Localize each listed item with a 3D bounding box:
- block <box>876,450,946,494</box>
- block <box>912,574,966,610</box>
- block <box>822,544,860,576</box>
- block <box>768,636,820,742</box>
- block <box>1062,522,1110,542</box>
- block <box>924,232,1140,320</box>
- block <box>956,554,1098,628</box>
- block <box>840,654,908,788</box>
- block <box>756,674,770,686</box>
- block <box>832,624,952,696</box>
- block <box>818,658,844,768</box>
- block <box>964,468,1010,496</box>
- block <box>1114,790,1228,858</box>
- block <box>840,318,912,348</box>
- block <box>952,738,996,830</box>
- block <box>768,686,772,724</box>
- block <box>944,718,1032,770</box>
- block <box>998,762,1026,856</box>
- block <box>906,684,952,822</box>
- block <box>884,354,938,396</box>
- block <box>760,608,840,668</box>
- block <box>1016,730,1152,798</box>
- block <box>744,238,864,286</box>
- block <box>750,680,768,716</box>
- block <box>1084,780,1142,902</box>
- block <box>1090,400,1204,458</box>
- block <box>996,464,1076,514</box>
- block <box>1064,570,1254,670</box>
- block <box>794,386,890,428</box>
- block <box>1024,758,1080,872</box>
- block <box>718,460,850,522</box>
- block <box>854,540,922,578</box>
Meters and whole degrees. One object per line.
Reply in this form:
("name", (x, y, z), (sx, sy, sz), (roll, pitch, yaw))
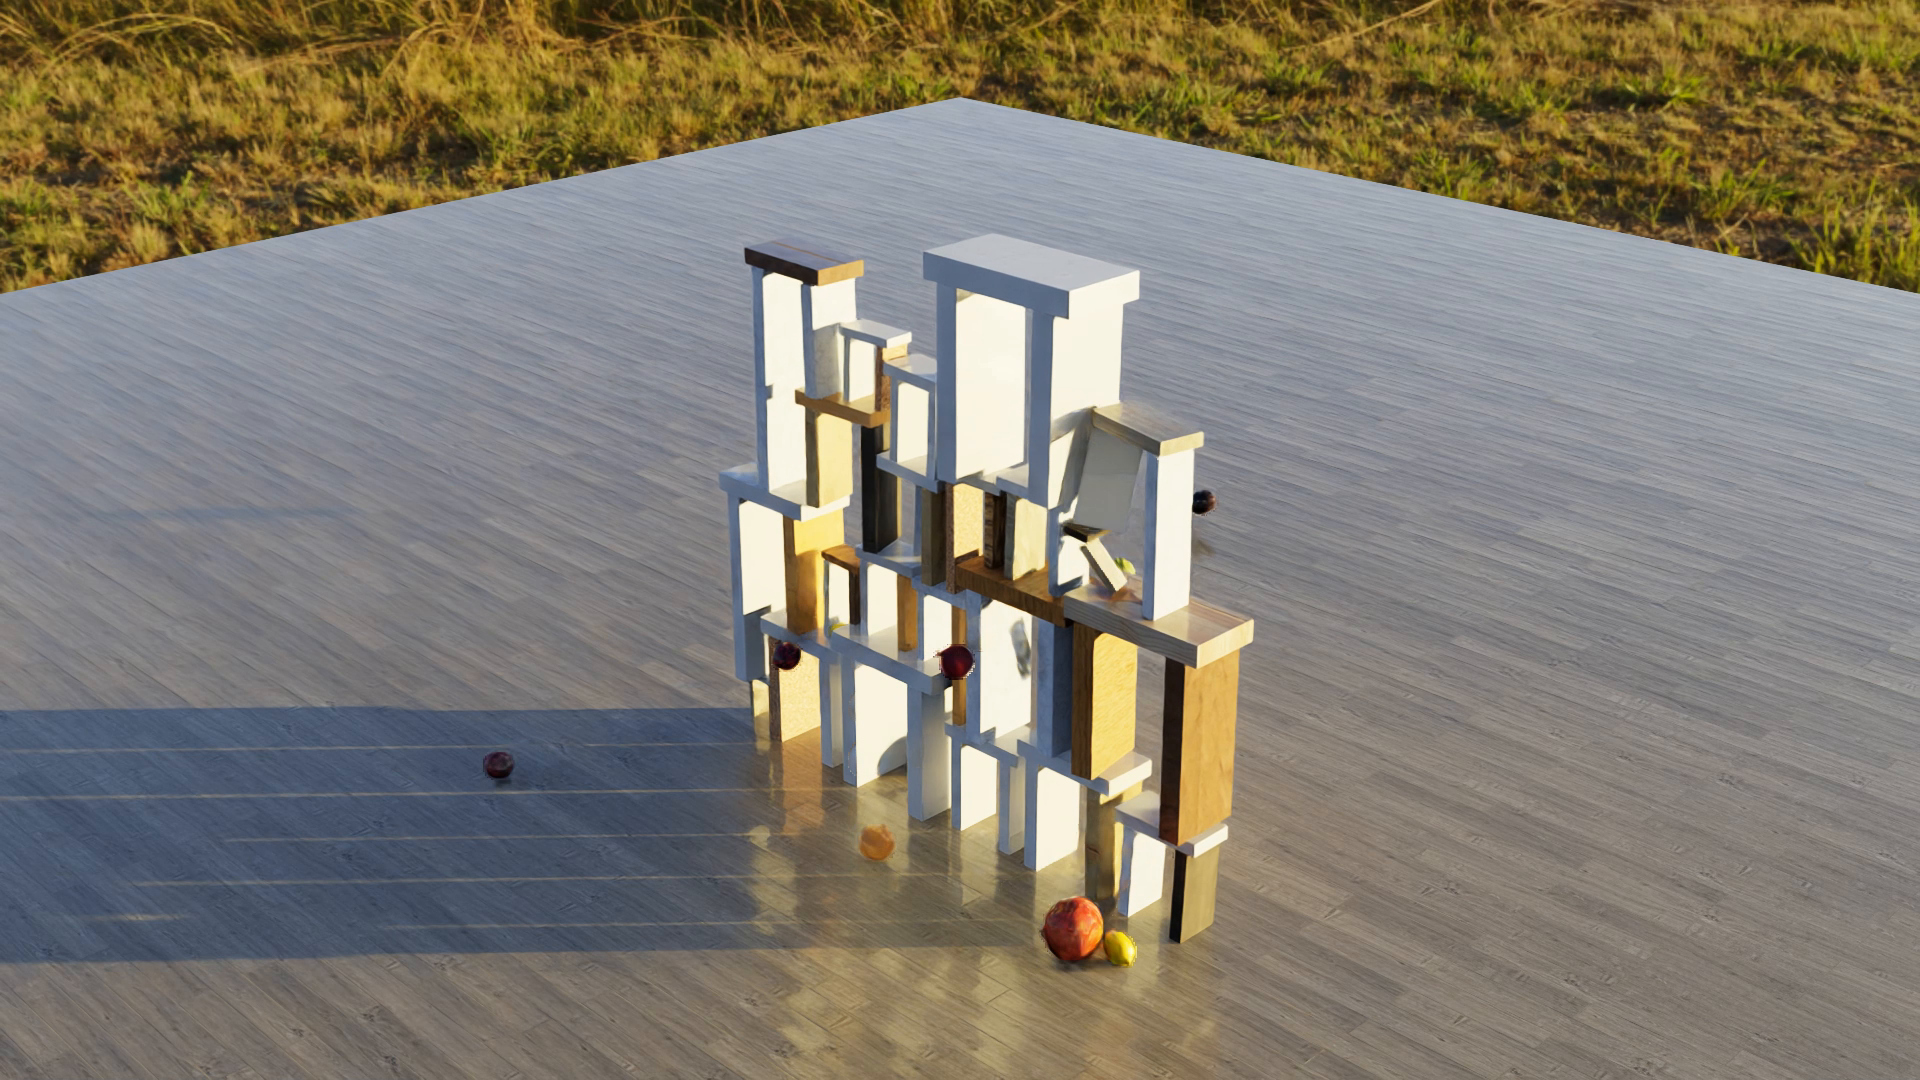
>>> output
("block", (-0.070, -0.139, 4.254), (0.091, 0.026, 0.182), (-19, 30, -38))
("block", (-0.017, 0.094, 4.277), (0.074, 0.021, 0.148), (-21, 31, -40))
("block", (-0.225, 0.039, 4.493), (0.058, 0.016, 0.115), (-18, 29, -38))
("block", (-0.353, 0.301, 4.739), (0.034, 0.243, 0.121), (21, 31, 41))
("block", (0.234, -0.024, 3.961), (0.051, 0.014, 0.102), (27, 29, 26))
("block", (0.123, -0.469, 3.889), (0.178, 0.050, 0.356), (-21, 31, -40))
("block", (0.140, 0.085, 4.110), (0.278, 0.039, 0.139), (21, 31, 40))
("block", (-0.177, 0.351, 4.559), (0.042, 0.293, 0.147), (21, 30, 40))
("block", (-0.419, 0.296, 4.807), (0.047, 0.013, 0.094), (-21, 31, -41))
("block", (-0.107, 0.224, 4.428), (0.147, 0.042, 0.293), (-21, 31, -40))
("block", (-0.238, 0.346, 4.634), (0.121, 0.243, 0.034), (-21, 31, -41))
("block", (0.045, -0.121, 4.127), (0.152, 0.022, 0.076), (21, 31, 40))
("block", (0.385, 0.518, 4.020), (0.189, 0.027, 0.095), (21, 31, 40))
("block", (-0.164, -0.398, 4.243), (0.130, 0.018, 0.065), (20, 30, 39))
("block", (0.028, 0.471, 4.395), (0.028, 0.199, 0.099), (21, 31, 41))
("block", (-0.396, 0.354, 4.807), (0.047, 0.094, 0.013), (-21, 31, -41))
("block", (0.074, 0.385, 4.308), (0.199, 0.028, 0.099), (21, 31, 41))
("block", (0.121, 0.508, 4.309), (0.028, 0.199, 0.099), (21, 31, 41))
("block", (-0.039, 0.406, 4.428), (0.042, 0.293, 0.147), (21, 31, 41))
("block", (-0.058, -0.313, 4.161), (0.085, 0.024, 0.171), (-18, 29, -37))
("block", (-0.295, 0.196, 4.633), (0.243, 0.034, 0.122), (21, 31, 41))
("block", (0.233, 0.409, 4.150), (0.118, 0.033, 0.236), (-21, 31, -41))
("block", (-0.308, -0.548, 4.327), (0.114, 0.032, 0.229), (-20, 30, -39))
("block", (-0.441, 0.336, 4.848), (0.047, 0.094, 0.013), (-21, 30, -40))
("block", (0.289, 0.555, 4.151), (0.118, 0.236, 0.033), (-21, 31, -40))
("block", (0.323, -0.194, 3.805), (0.095, 0.027, 0.191), (-15, 28, -31))
("block", (0.156, -0.094, 4.011), (0.170, 0.024, 0.085), (22, 32, 40))
("block", (0.350, 0.138, 3.902), (0.308, 0.044, 0.154), (21, 31, 40))
("block", (-0.216, -0.273, 4.344), (0.211, 0.030, 0.106), (20, 30, 38))
("block", (0.178, 0.511, 4.254), (0.118, 0.236, 0.033), (-21, 31, -40))
("block", (-0.368, -0.107, 4.581), (0.263, 0.037, 0.131), (21, 31, 41))
("block", (-0.123, 0.033, 4.379), (0.163, 0.023, 0.081), (21, 30, 39))
